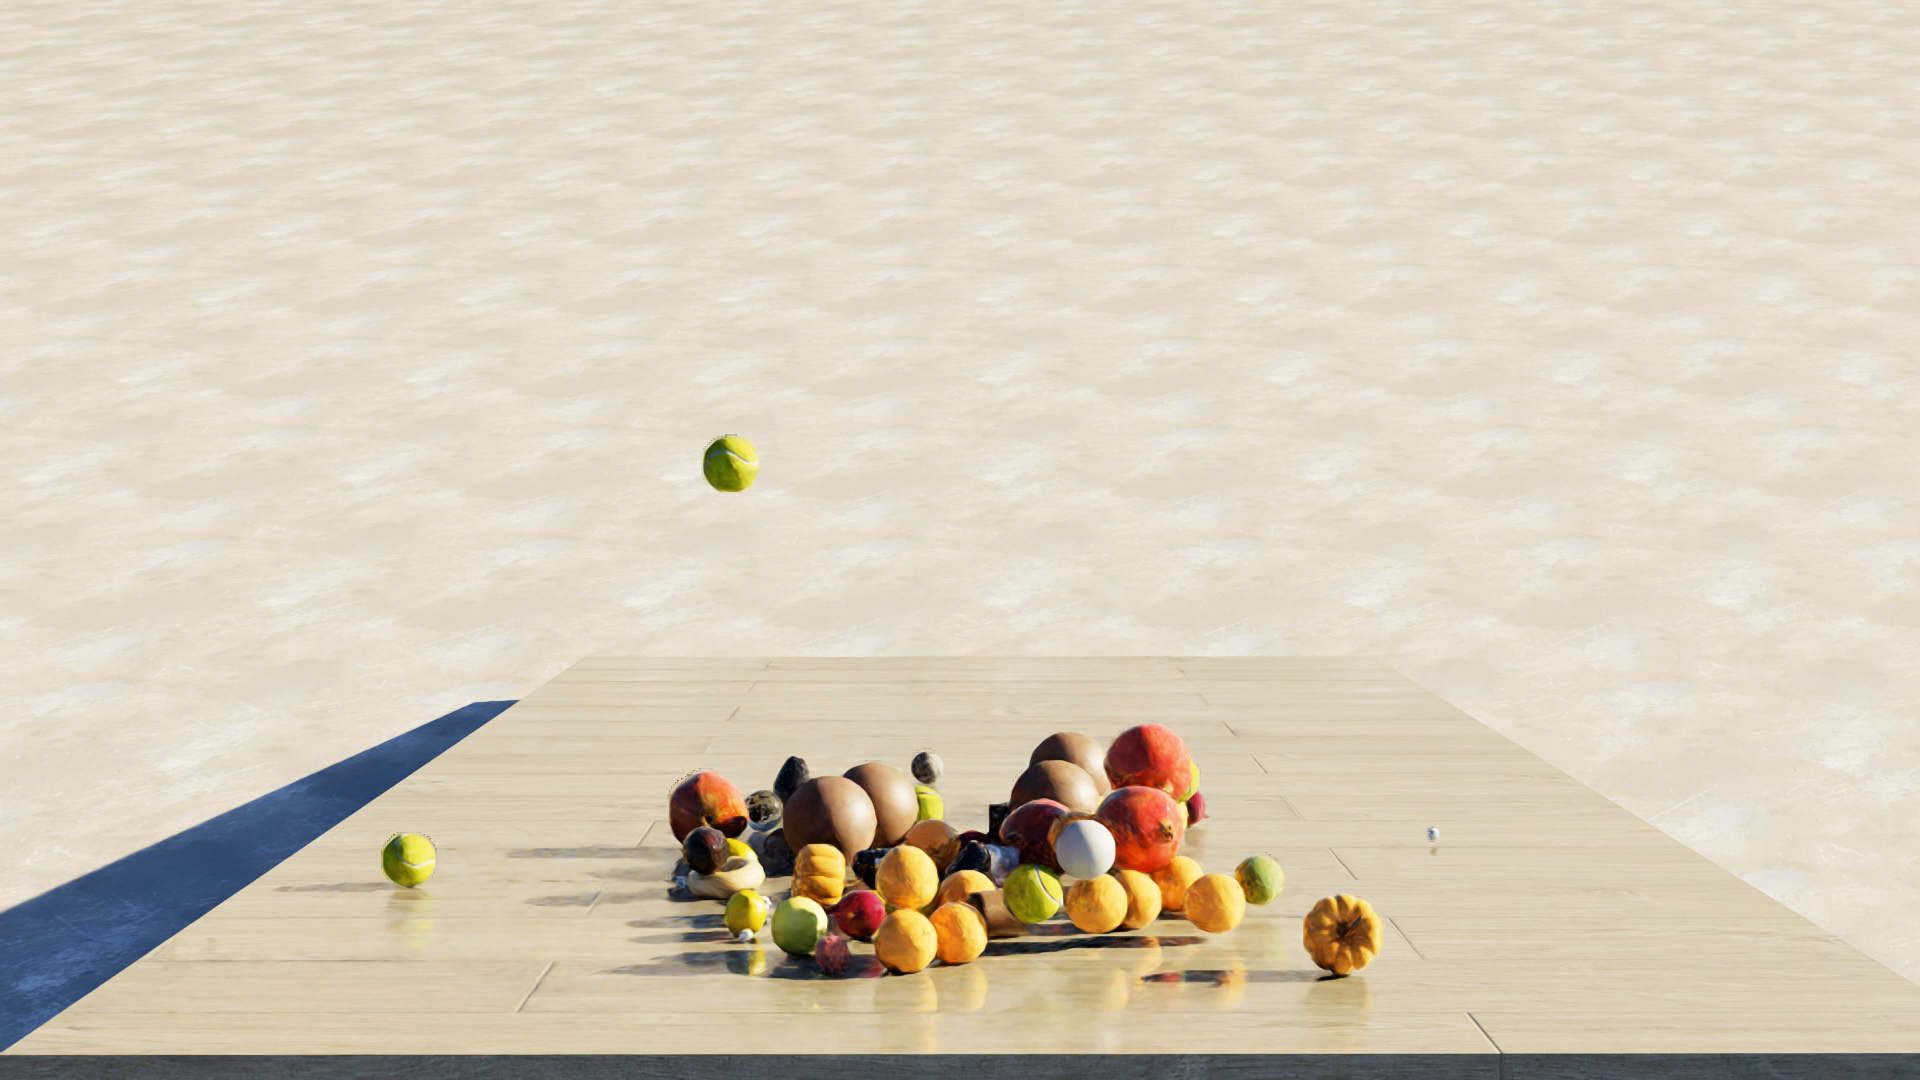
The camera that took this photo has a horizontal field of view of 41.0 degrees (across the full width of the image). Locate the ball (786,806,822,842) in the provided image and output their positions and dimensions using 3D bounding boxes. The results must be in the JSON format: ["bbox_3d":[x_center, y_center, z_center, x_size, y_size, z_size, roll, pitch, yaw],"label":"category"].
[{"bbox_3d":[-0.228,0.415,3.758,0.054,0.054,0.054,0,21,0],"label":"ball"}]

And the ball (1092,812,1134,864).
[{"bbox_3d":[0.206,0.415,3.571,0.072,0.072,0.072,0,21,0],"label":"ball"}]

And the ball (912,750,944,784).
[{"bbox_3d":[-0.055,0.384,4.343,0.054,0.054,0.054,0,21,0],"label":"ball"}]

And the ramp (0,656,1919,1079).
[{"bbox_3d":[0.050,0.451,4.532,2.000,0.100,4.000,0,3,0],"label":"ramp"}]

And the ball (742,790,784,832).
[{"bbox_3d":[-0.295,0.406,3.854,0.062,0.062,0.062,0,21,0],"label":"ball"}]

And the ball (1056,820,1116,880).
[{"bbox_3d":[0.146,0.361,2.992,0.070,0.070,0.070,0,21,0],"label":"ball"}]

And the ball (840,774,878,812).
[{"bbox_3d":[-0.157,0.397,4.037,0.060,0.060,0.060,0,21,0],"label":"ball"}]

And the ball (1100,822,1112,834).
[{"bbox_3d":[0.191,0.423,3.629,0.050,0.050,0.050,0,21,0],"label":"ball"}]

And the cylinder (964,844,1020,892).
[{"bbox_3d":[0.041,0.424,3.313,0.061,0.061,0.061,4,21,-9],"label":"cylinder"}]

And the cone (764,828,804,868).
[{"bbox_3d":[-0.240,0.439,3.567,0.057,0.057,0.057,-4,30,-10],"label":"cone"}]

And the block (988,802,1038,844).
[{"bbox_3d":[0.079,0.415,3.772,0.052,0.052,0.052,-3,4,-43],"label":"block"}]

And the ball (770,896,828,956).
[{"bbox_3d":[-0.187,0.449,2.986,0.067,0.067,0.067,0,21,0],"label":"ball"}]

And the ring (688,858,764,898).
[{"bbox_3d":[-0.307,0.442,3.365,0.101,0.034,0.101,-6,10,1],"label":"ring"}]
